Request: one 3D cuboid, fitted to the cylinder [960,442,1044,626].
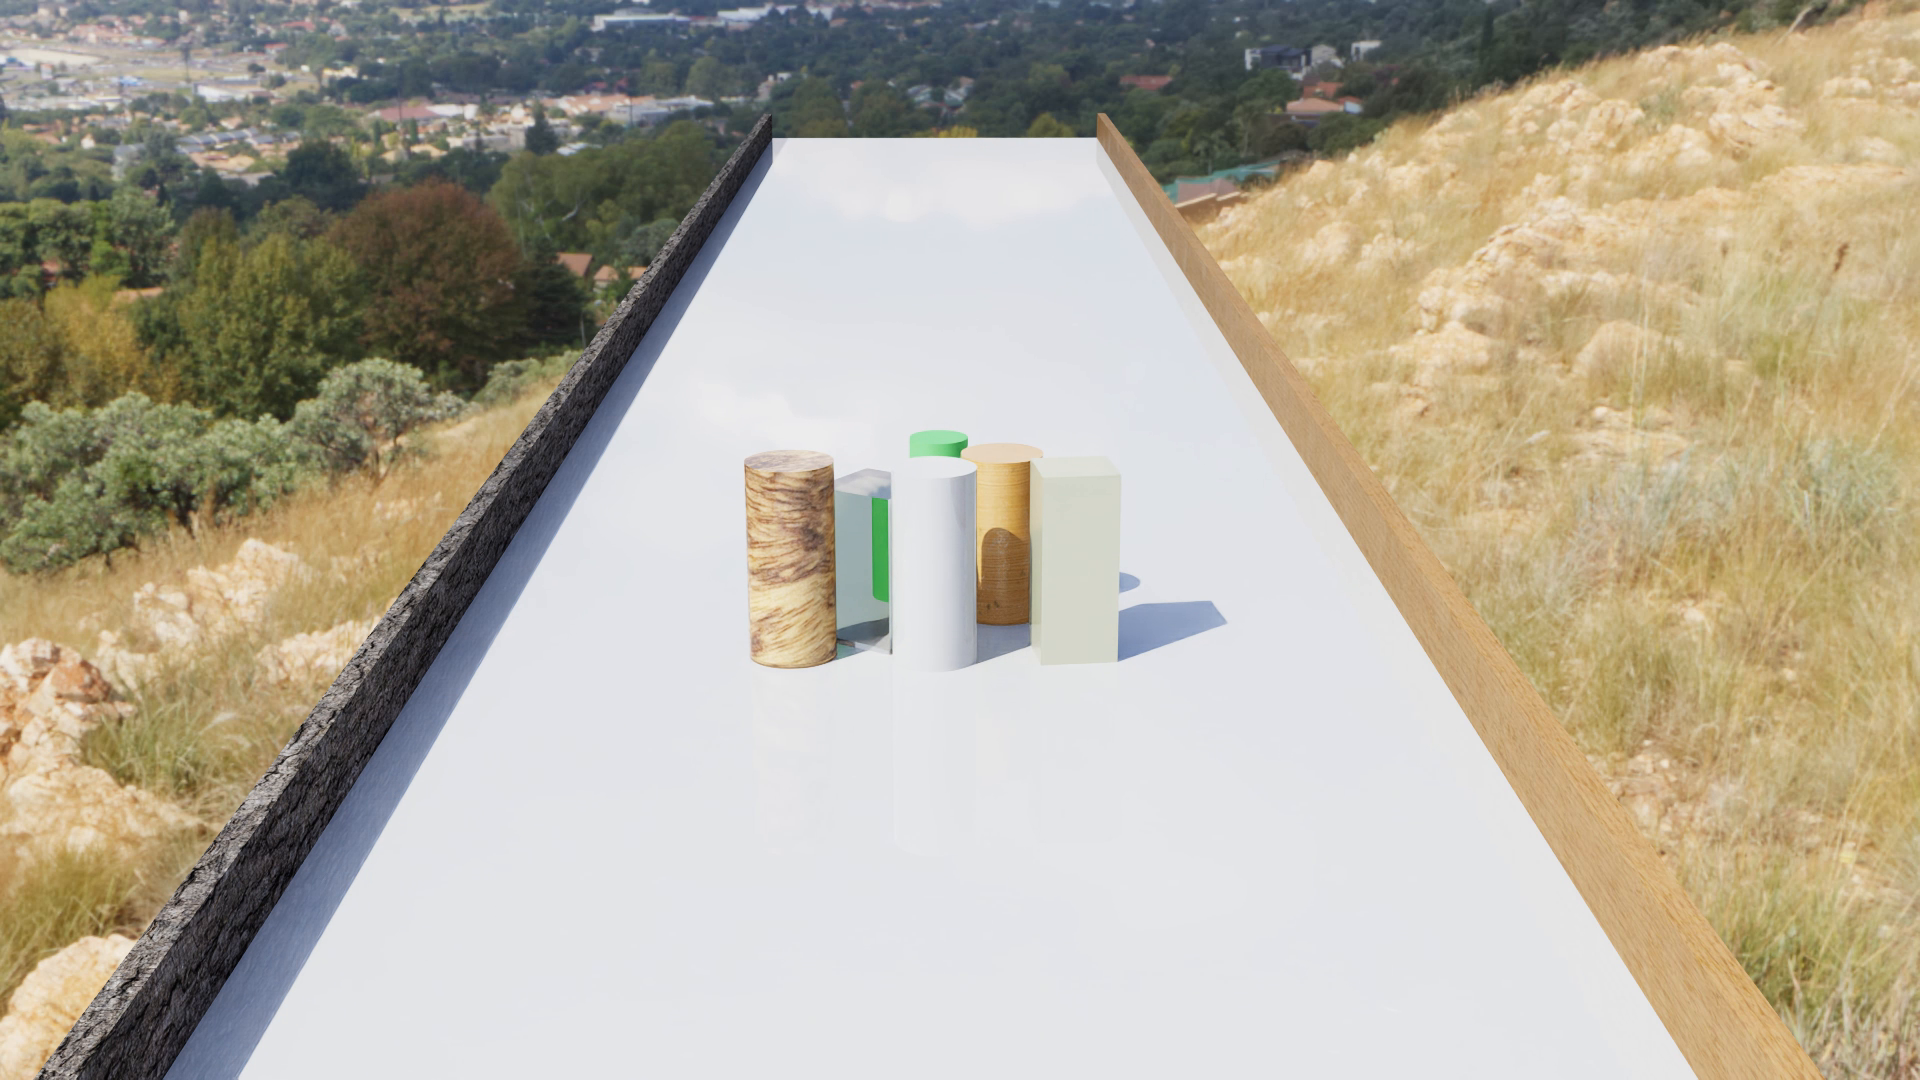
[{"bbox_3d":[0.088,-0.013,4.652,0.173,0.353,0.173,0,17,0],"label":"cylinder"}]

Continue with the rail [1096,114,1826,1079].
[{"bbox_3d":[0.932,-0.844,7.801,0.050,0.150,12.000,0,17,-1],"label":"rail"}]

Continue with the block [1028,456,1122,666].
[{"bbox_3d":[0.228,0.040,4.412,0.155,0.388,0.155,-2,17,-7],"label":"block"}]

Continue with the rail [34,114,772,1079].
[{"bbox_3d":[-1.118,-0.838,7.780,0.050,0.150,12.000,0,17,-1],"label":"rail"}]

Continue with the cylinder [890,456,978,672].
[{"bbox_3d":[-0.051,0.047,4.372,0.170,0.397,0.170,0,17,0],"label":"cylinder"}]

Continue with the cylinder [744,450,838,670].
[{"bbox_3d":[-0.337,0.037,4.392,0.178,0.404,0.178,0,17,0],"label":"cylinder"}]

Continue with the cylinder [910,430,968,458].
[{"bbox_3d":[-0.047,-0.072,4.898,0.129,0.325,0.129,0,17,0],"label":"cylinder"}]

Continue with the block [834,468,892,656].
[{"bbox_3d":[-0.168,0.041,4.516,0.180,0.326,0.180,10,20,31],"label":"block"}]
